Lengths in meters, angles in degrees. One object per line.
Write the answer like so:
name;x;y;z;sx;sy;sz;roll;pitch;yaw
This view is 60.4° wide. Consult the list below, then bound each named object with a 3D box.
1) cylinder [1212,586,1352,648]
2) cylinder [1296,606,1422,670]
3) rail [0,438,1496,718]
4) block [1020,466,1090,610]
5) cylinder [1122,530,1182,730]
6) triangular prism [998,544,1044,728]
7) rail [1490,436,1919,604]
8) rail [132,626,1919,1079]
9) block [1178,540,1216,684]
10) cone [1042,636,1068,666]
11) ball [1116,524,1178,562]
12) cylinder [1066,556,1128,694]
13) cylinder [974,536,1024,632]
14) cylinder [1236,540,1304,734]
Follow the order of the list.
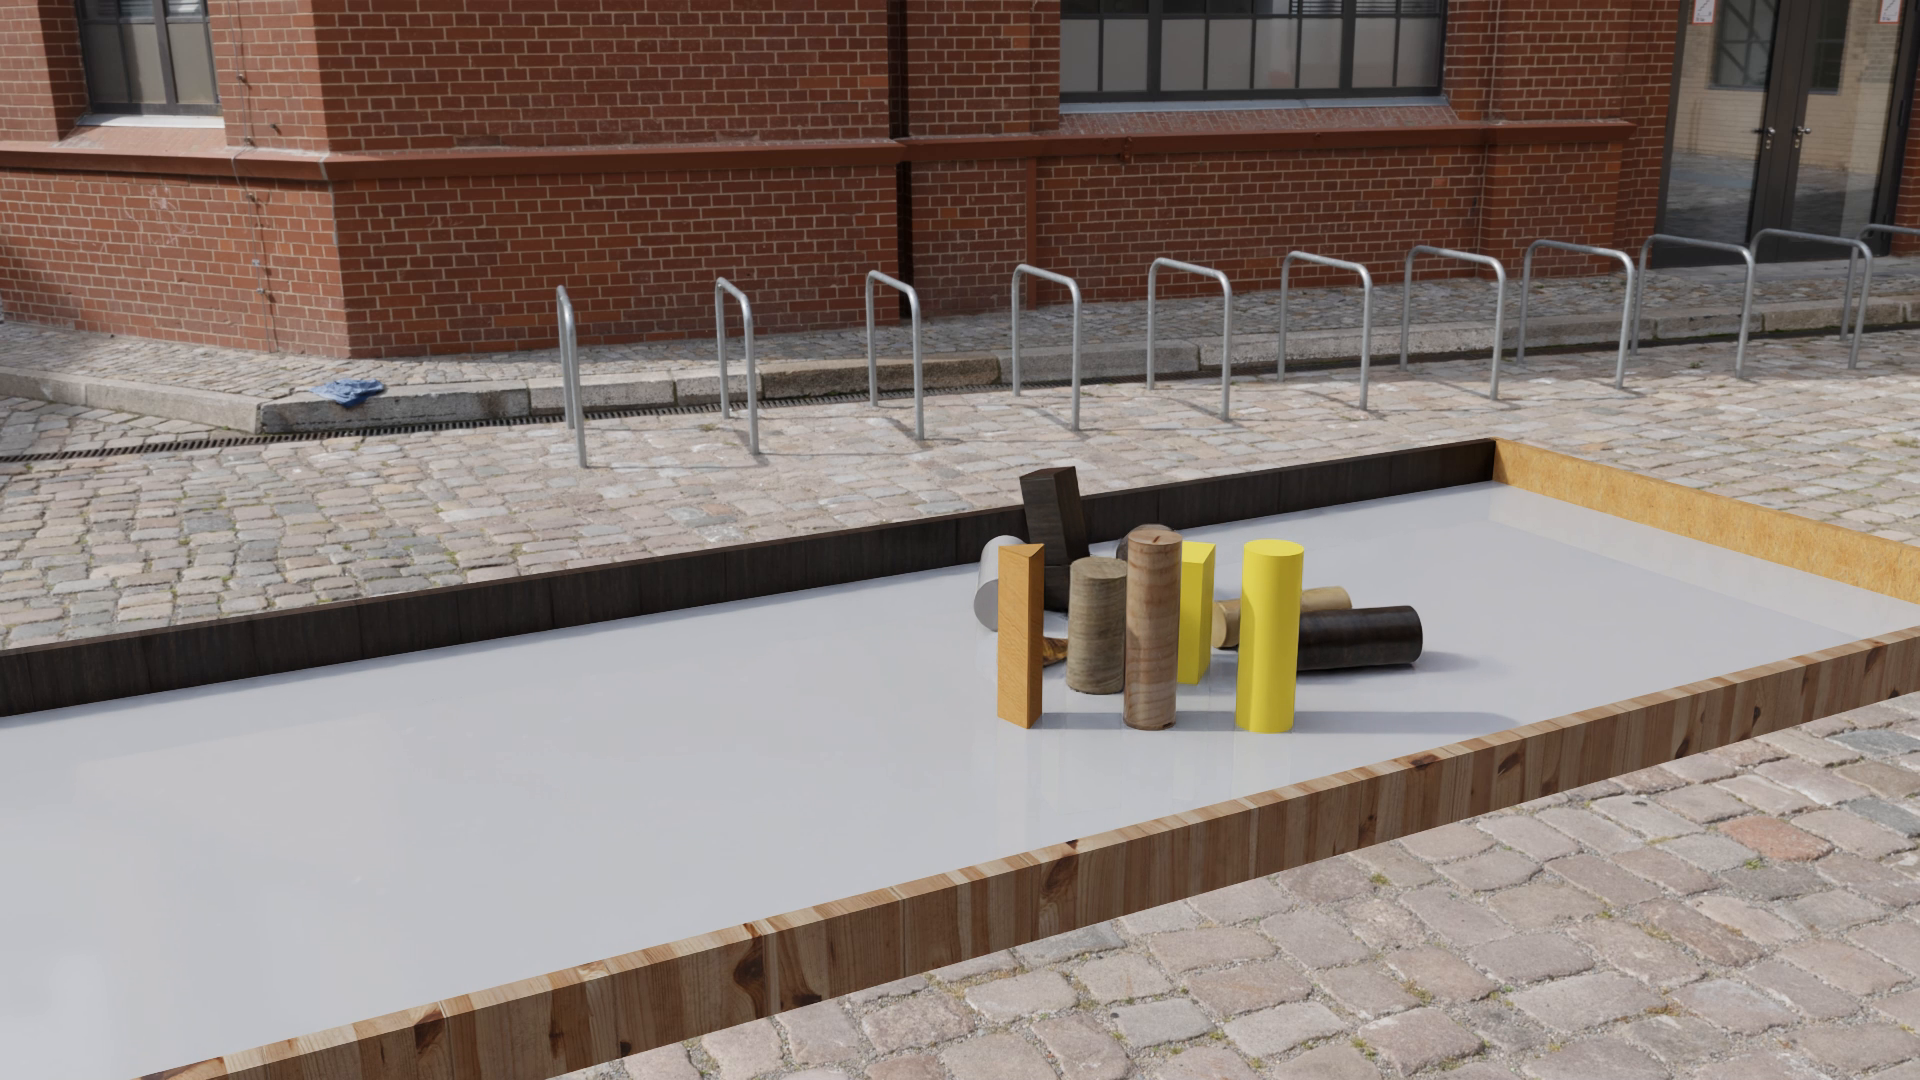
cylinder;0.856;0.205;4.441;0.390;0.123;0.123;-6;18;-20
cylinder;0.963;0.254;4.229;0.408;0.148;0.148;-3;17;-11
rail;-3.305;0.497;3.399;12.000;0.150;0.050;-9;18;-27
block;0.278;-0.005;4.662;0.115;0.385;0.115;-3;11;37
cylinder;0.447;0.210;3.838;0.125;0.452;0.125;0;16;0
triangular prism;0.159;0.220;3.859;0.093;0.422;0.107;-14;21;-39
rail;2.466;-0.048;5.253;0.050;0.150;2.100;-9;18;-27
rail;-2.336;1.006;1.665;12.000;0.150;0.050;-9;18;-27
block;0.538;0.178;4.186;0.177;0.318;0.177;5;17;18
cone;0.262;0.283;4.298;0.347;0.107;0.107;-3;14;-42
ball;0.556;0.060;4.767;0.215;0.215;0.215;0;16;0
cylinder;0.343;0.211;4.077;0.153;0.307;0.153;1;20;0
cylinder;0.125;0.118;4.680;0.153;0.153;0.419;1;16;3
cylinder;0.717;0.223;3.831;0.136;0.430;0.136;0;16;0
